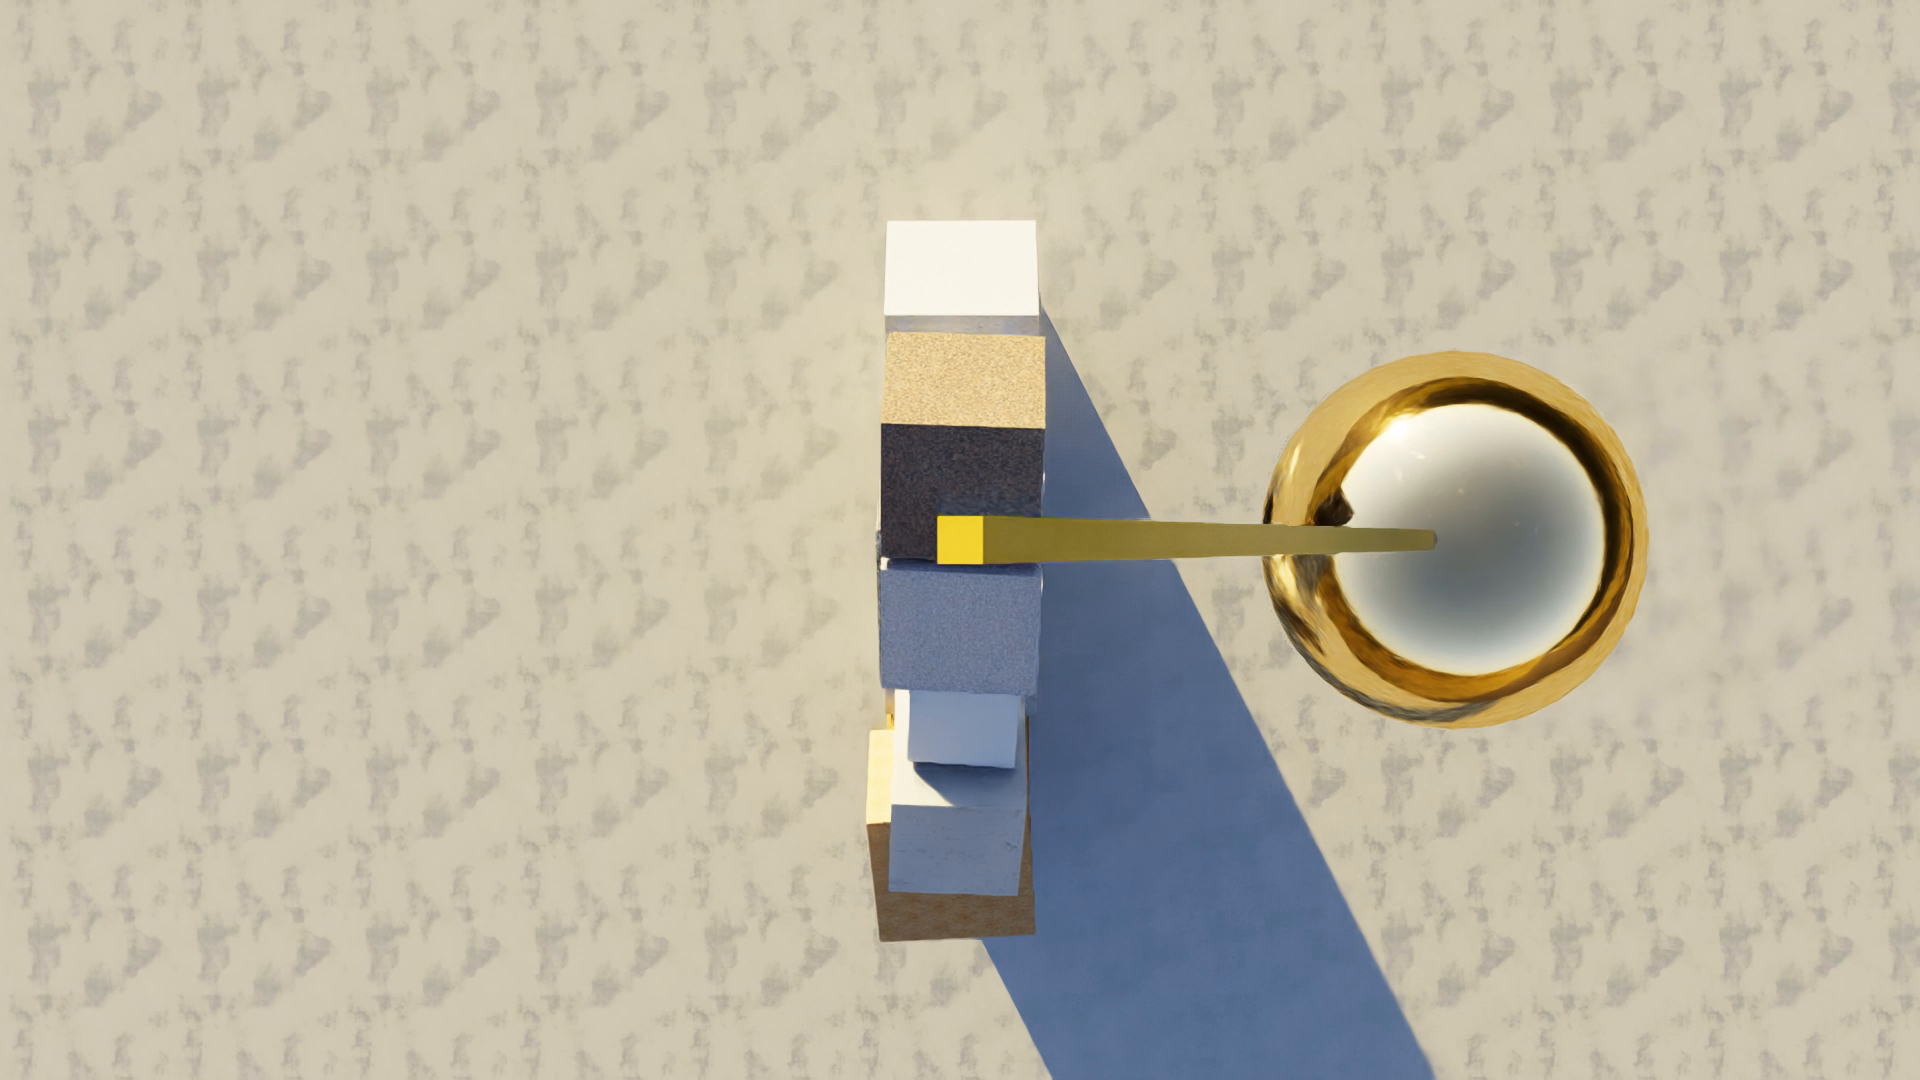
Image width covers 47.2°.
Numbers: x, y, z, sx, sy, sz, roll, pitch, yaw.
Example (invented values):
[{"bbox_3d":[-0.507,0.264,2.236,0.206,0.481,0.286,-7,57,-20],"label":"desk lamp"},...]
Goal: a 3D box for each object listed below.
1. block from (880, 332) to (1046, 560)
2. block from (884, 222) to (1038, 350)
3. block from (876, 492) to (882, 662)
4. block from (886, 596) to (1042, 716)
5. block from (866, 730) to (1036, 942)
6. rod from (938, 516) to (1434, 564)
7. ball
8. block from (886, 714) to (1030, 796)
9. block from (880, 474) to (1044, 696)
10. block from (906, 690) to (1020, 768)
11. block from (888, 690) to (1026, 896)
[{"bbox_3d":[0.013,-0.368,8.709,0.620,0.592,0.674,2,131,1],"label":"block"},{"bbox_3d":[0.008,-1.128,11.716,0.784,0.837,0.763,0,46,0],"label":"block"},{"bbox_3d":[-0.019,0.199,11.688,0.811,0.770,0.880,0,114,0],"label":"block"},{"bbox_3d":[0.013,0.361,10.908,0.742,0.648,0.780,1,125,0],"label":"block"},{"bbox_3d":[-0.036,1.427,10.732,0.759,0.662,0.783,-3,125,2],"label":"block"},{"bbox_3d":[0.899,0.000,6.098,0.080,5.200,0.080,0,90,20],"label":"rod"},{"bbox_3d":[2.074,0.000,9.289,1.600,1.600,1.600,0,90,0],"label":"ball"},{"bbox_3d":[-0.004,1.071,11.281,0.706,0.636,0.754,-1,125,0],"label":"block"},{"bbox_3d":[0.011,0.174,9.172,0.640,0.630,0.676,3,132,1],"label":"block"},{"bbox_3d":[0.025,0.640,9.551,0.465,0.474,0.478,4,132,1],"label":"block"},{"bbox_3d":[-0.014,1.122,9.897,0.582,0.655,0.678,2,46,-1],"label":"block"}]
